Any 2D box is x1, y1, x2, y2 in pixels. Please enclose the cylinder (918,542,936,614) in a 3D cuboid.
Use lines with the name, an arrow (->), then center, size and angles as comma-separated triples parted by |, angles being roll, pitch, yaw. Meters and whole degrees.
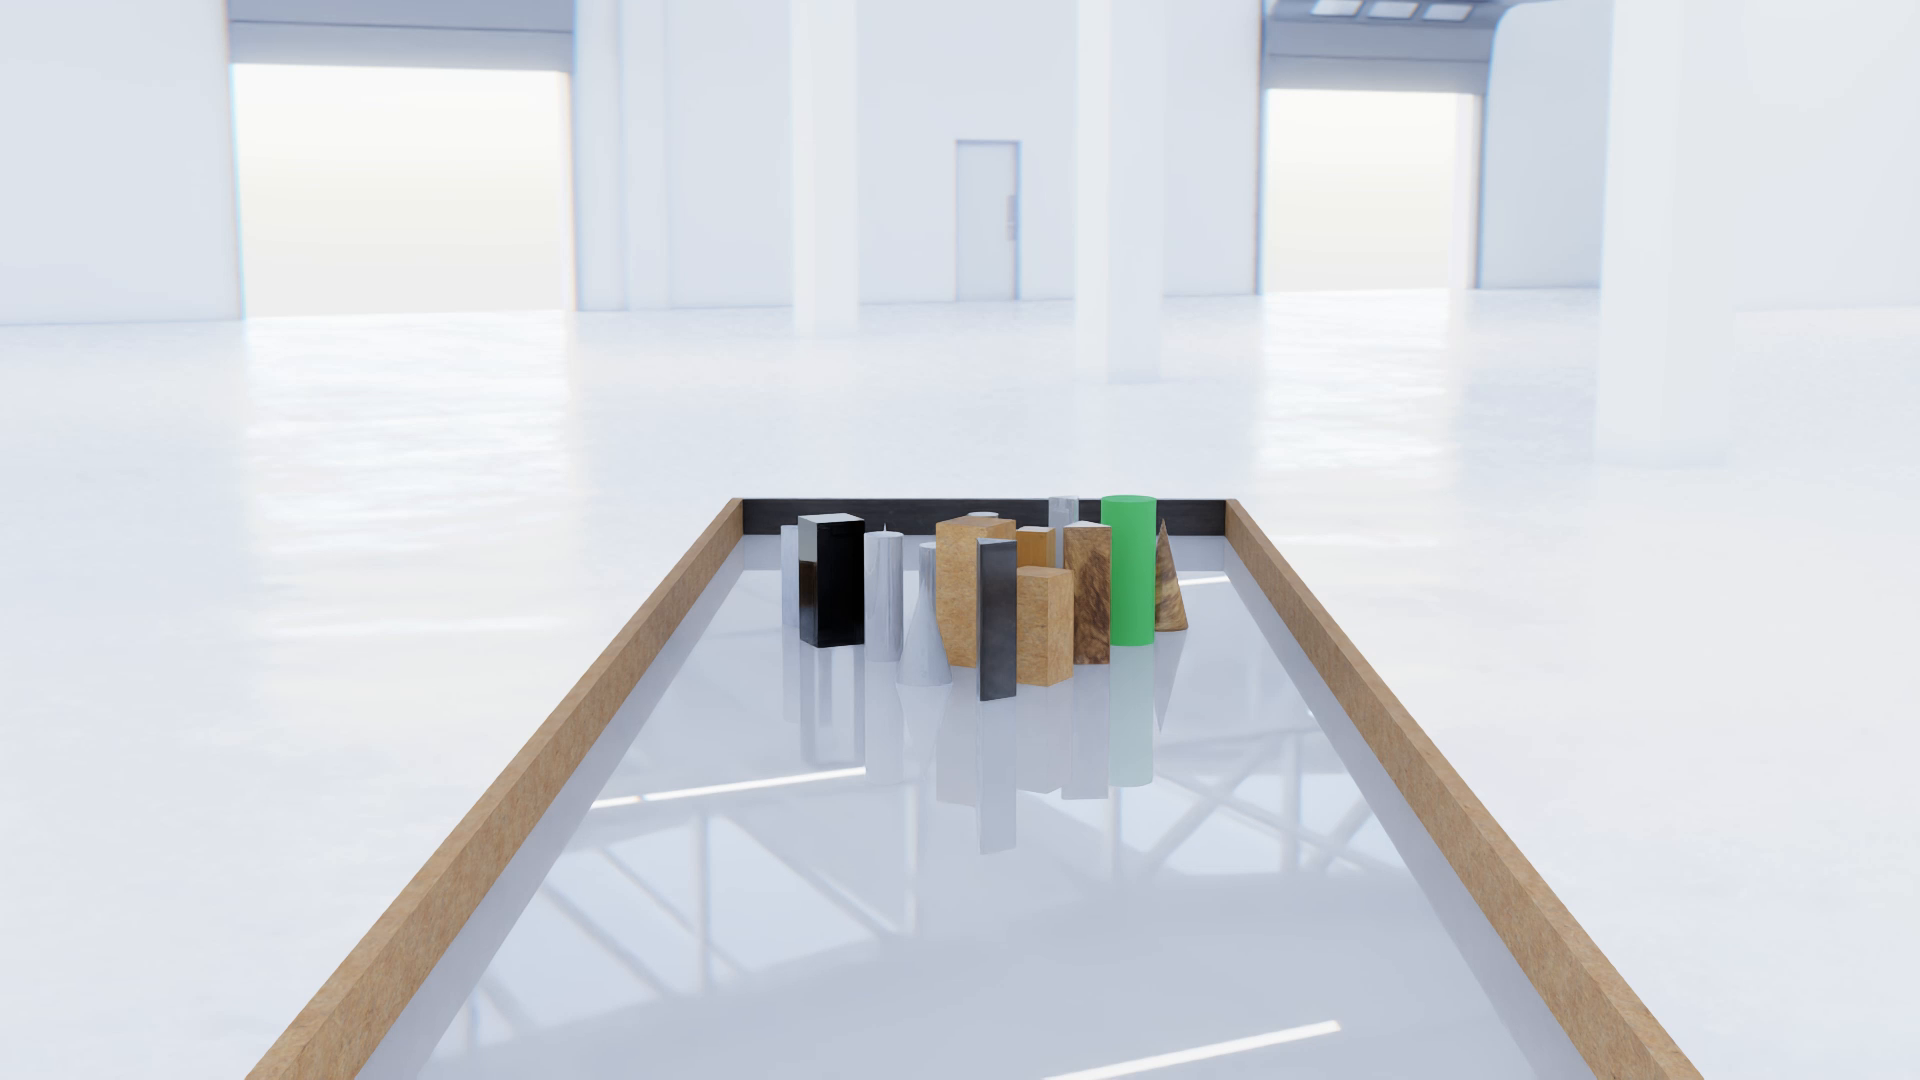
cylinder -> -0.063, 0.172, 6.920 | 0.133, 0.315, 0.133 | 0, 9, 0

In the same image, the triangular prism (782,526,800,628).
triangular prism -> -0.498, 0.117, 7.230 | 0.119, 0.326, 0.137 | -7, 11, -37

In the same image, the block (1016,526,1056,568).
block -> 0.237, 0.145, 6.936 | 0.101, 0.363, 0.101 | 3, 9, 18

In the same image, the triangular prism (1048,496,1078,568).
triangular prism -> 0.358, 0.072, 7.172 | 0.106, 0.432, 0.092 | 7, 11, 37

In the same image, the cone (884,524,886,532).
cone -> -0.245, 0.113, 7.206 | 0.103, 0.342, 0.103 | 0, 9, 0

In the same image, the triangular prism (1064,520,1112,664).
triangular prism -> 0.377, 0.158, 6.669 | 0.143, 0.420, 0.123 | -1, 9, -4

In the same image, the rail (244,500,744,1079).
rail -> -1.004, 0.839, 3.234 | 0.050, 0.150, 12.000 | 0, 9, 1

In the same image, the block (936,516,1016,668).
block -> 0.049, 0.156, 6.652 | 0.176, 0.429, 0.176 | 5, 10, 30

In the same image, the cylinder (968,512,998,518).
cylinder -> 0.075, 0.100, 7.185 | 0.100, 0.373, 0.100 | 0, 9, 0

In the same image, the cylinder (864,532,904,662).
cylinder -> -0.232, 0.172, 6.702 | 0.120, 0.383, 0.120 | 0, 9, 0

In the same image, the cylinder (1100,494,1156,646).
cylinder -> 0.531, 0.095, 6.953 | 0.174, 0.456, 0.174 | 0, 9, 0

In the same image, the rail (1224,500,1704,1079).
rail -> 1.046, 0.843, 3.208 | 0.050, 0.150, 12.000 | 0, 9, 1

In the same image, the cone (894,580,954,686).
cone -> -0.105, 0.258, 6.403 | 0.174, 0.307, 0.174 | 0, 9, 0

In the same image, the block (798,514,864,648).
block -> -0.405, 0.126, 6.947 | 0.161, 0.396, 0.161 | -4, 10, -25

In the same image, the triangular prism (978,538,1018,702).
triangular prism -> 0.080, 0.220, 6.200 | 0.123, 0.445, 0.106 | -6, 11, -34

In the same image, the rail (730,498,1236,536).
rail -> 0.099, -0.098, 9.147 | 2.100, 0.150, 0.050 | 0, 9, 1

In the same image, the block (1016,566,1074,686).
block -> 0.225, 0.249, 6.418 | 0.157, 0.319, 0.157 | 5, 10, 31

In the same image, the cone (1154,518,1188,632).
cone -> 0.662, 0.105, 7.187 | 0.176, 0.364, 0.176 | 0, 9, 0
